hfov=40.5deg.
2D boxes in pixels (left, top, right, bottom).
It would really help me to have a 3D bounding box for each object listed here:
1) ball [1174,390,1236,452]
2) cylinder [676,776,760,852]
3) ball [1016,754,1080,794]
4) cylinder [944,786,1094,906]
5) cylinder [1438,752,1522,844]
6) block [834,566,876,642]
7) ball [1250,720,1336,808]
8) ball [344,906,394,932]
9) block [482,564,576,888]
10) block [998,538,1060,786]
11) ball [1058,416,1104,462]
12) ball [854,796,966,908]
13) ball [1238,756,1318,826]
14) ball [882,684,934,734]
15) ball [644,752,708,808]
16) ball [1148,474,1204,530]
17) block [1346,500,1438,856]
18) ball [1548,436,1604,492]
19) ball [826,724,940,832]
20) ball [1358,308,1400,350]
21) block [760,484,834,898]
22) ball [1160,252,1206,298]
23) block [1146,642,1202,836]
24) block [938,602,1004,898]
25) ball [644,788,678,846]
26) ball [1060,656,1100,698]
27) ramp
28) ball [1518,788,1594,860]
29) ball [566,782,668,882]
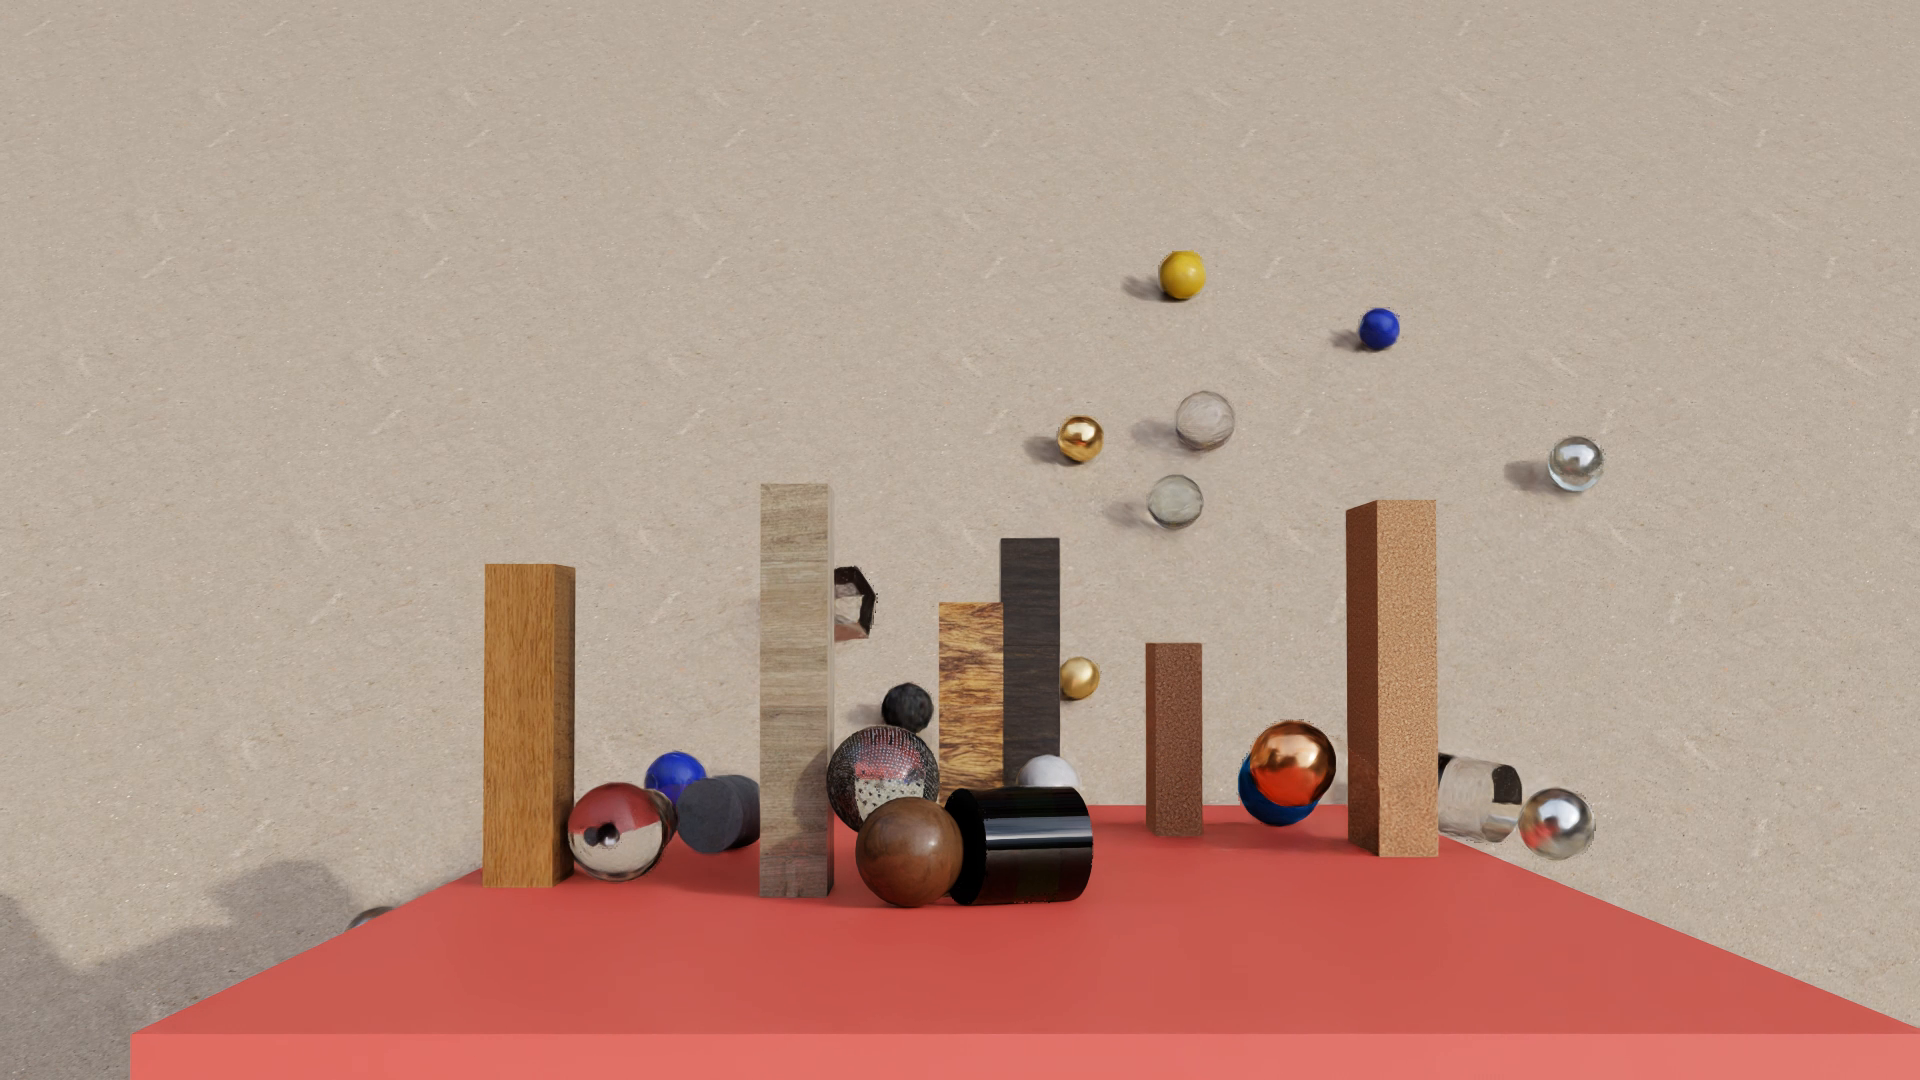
[{"bbox_3d":[0.786,-0.381,8.340,0.194,0.194,0.194,0,36,0],"label":"ball"},{"bbox_3d":[-0.495,0.570,5.415,0.153,0.153,0.153,13,2,17],"label":"cylinder"},{"bbox_3d":[0.152,0.430,4.515,0.113,0.113,0.113,0,36,0],"label":"ball"},{"bbox_3d":[0.092,0.508,4.332,0.193,0.193,0.193,1,33,-24],"label":"cylinder"},{"bbox_3d":[1.332,0.676,6.830,0.207,0.207,0.207,8,32,44],"label":"cylinder"},{"bbox_3d":[-0.354,0.187,7.573,0.152,0.152,0.152,-5,34,-25],"label":"block"},{"bbox_3d":[0.679,0.457,5.305,0.177,0.177,0.177,0,36,0],"label":"ball"},{"bbox_3d":[-1.079,0.761,4.853,0.153,0.153,0.153,0,36,0],"label":"ball"},{"bbox_3d":[-0.782,0.333,4.735,0.124,0.573,0.254,0,-2,0],"label":"block"},{"bbox_3d":[0.132,0.315,4.994,0.111,0.628,0.249,0,-2,0],"label":"block"},{"bbox_3d":[0.387,-0.323,8.298,0.148,0.148,0.148,0,36,0],"label":"ball"},{"bbox_3d":[-0.082,0.511,4.264,0.181,0.181,0.181,0,36,0],"label":"ball"},{"bbox_3d":[0.752,0.575,6.119,0.197,0.197,0.197,0,36,0],"label":"ball"},{"bbox_3d":[-0.146,0.469,7.215,0.143,0.143,0.143,0,36,0],"label":"ball"},{"bbox_3d":[-0.714,0.610,6.537,0.157,0.157,0.157,0,36,0],"label":"ball"},{"bbox_3d":[0.663,-0.116,7.995,0.171,0.171,0.171,0,36,0],"label":"ball"},{"bbox_3d":[0.905,0.287,5.469,0.119,0.721,0.427,0,-2,0],"label":"block"},{"bbox_3d":[1.935,-0.239,8.162,0.172,0.172,0.172,0,36,0],"label":"ball"},{"bbox_3d":[-0.130,0.410,4.413,0.193,0.193,0.193,0,36,0],"label":"ball"},{"bbox_3d":[1.427,-0.718,8.847,0.140,0.140,0.140,0,36,0],"label":"ball"},{"bbox_3d":[-0.283,0.260,4.558,0.115,0.705,0.251,0,-2,0],"label":"block"},{"bbox_3d":[0.780,-0.928,9.114,0.164,0.164,0.164,0,36,0],"label":"ball"},{"bbox_3d":[0.489,0.451,5.959,0.104,0.431,0.312,0,-2,0],"label":"block"},{"bbox_3d":[0.019,0.365,4.650,0.110,0.502,0.430,0,-2,0],"label":"block"},{"bbox_3d":[-0.644,0.573,5.295,0.137,0.137,0.137,0,36,0],"label":"ball"},{"bbox_3d":[0.336,0.389,7.346,0.118,0.118,0.118,0,36,0],"label":"ball"},{"bbox_3d":[0.079,0.675,4.883,2.000,0.100,4.000,0,-2,0],"label":"ramp"},{"bbox_3d":[1.215,0.579,5.301,0.149,0.149,0.149,0,36,0],"label":"ball"},{"bbox_3d":[-0.620,0.528,4.701,0.181,0.181,0.181,0,36,0],"label":"ball"}]
